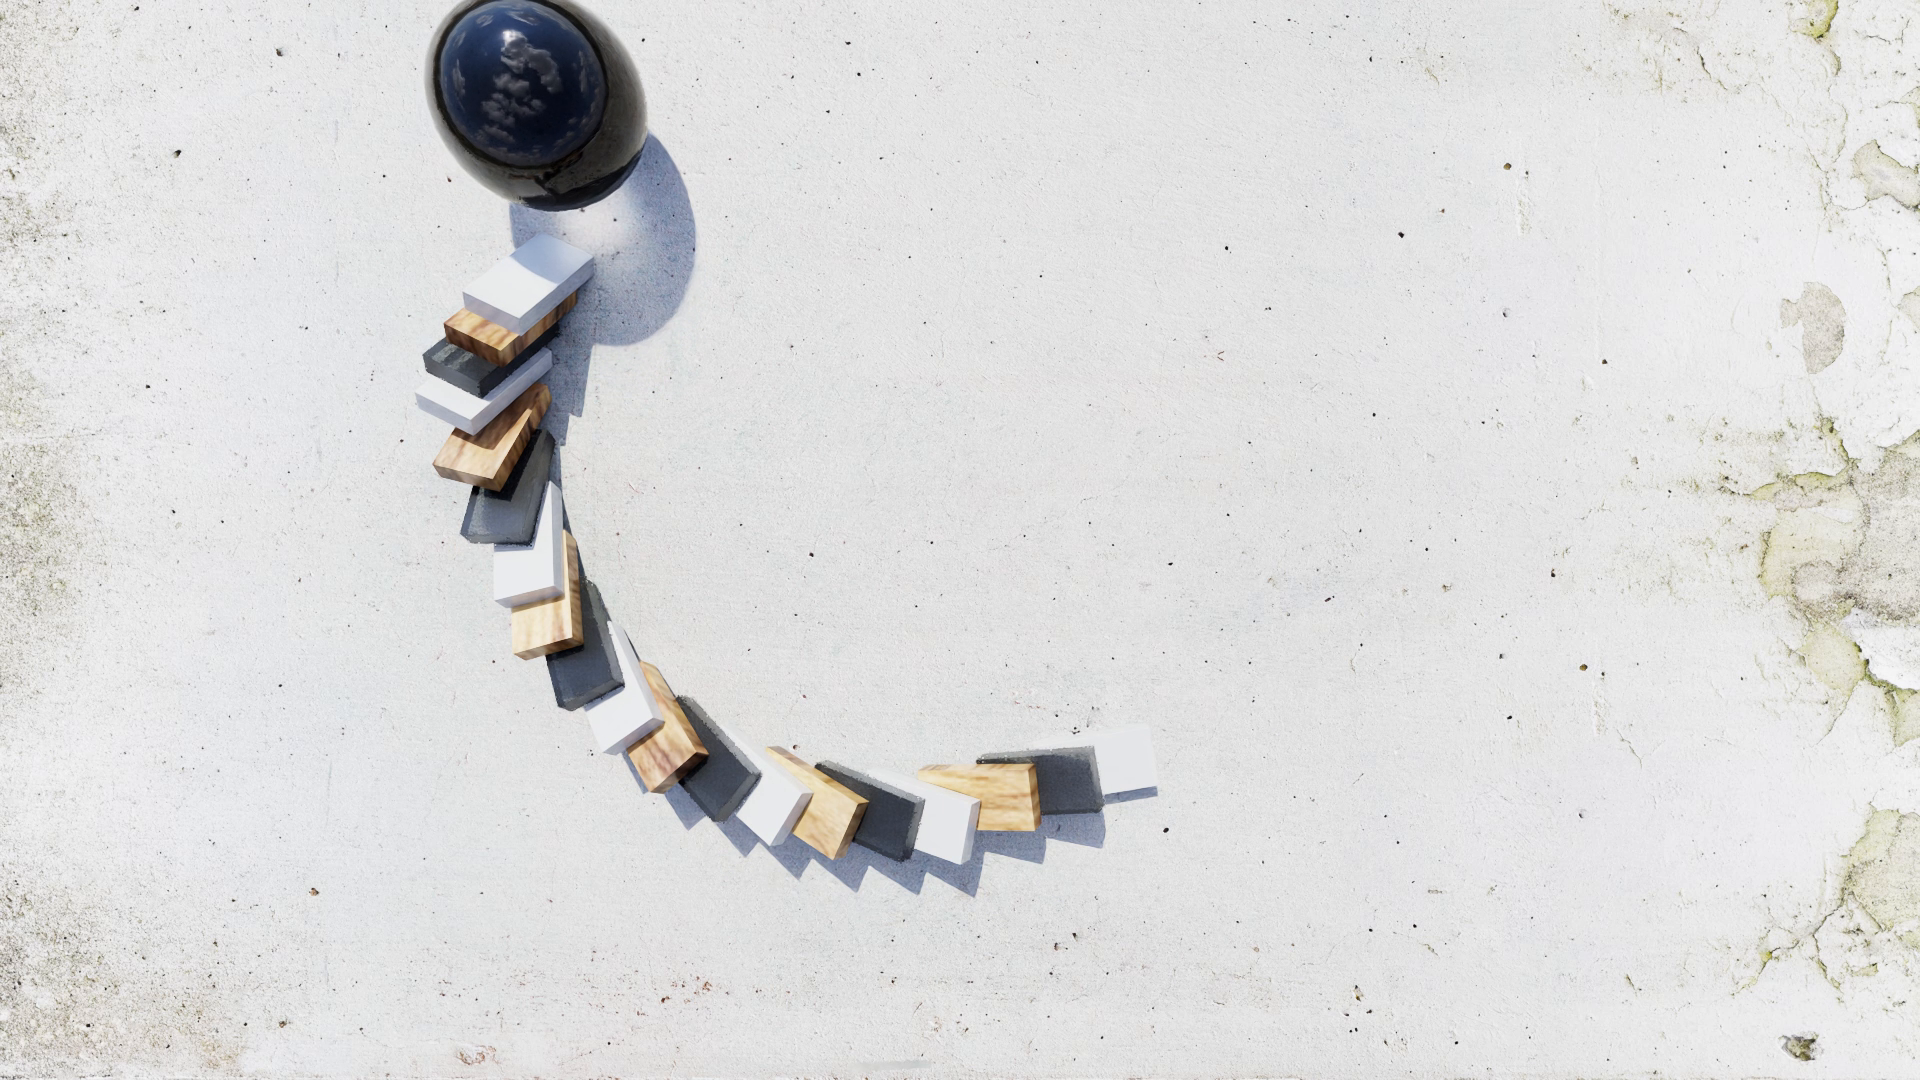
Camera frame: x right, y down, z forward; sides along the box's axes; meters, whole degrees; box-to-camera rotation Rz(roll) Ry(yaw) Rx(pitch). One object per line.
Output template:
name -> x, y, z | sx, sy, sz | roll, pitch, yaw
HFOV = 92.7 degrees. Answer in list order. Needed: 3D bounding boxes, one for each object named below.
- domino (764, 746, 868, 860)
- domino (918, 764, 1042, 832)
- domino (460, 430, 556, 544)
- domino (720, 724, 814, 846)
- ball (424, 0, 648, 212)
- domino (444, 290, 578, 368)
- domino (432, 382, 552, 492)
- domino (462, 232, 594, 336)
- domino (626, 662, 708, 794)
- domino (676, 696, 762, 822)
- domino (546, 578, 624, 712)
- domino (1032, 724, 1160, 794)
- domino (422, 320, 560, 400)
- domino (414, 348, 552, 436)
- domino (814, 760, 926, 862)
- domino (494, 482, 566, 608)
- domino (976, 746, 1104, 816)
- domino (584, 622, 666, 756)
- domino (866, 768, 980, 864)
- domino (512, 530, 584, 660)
domino -> -0.065, 0.110, 0.385 | 0.050, 0.009, 0.025 | 24, 90, 25
domino -> 0.008, 0.108, 0.386 | 0.050, 0.009, 0.025 | -6, 90, 23
domino -> -0.189, -0.023, 0.385 | 0.025, 0.009, 0.050 | 1, 65, 0
domino -> -0.088, 0.102, 0.385 | 0.050, 0.010, 0.025 | 32, 90, 26
ball -> -0.165, -0.172, 0.360 | 0.080, 0.080, 0.080 | 0, 90, 0
domino -> -0.185, -0.094, 0.380 | 0.025, 0.010, 0.050 | 25, 50, 0
domino -> -0.194, -0.046, 0.383 | 0.025, 0.010, 0.050 | 14, 59, 0
domino -> -0.178, -0.107, 0.380 | 0.025, 0.009, 0.050 | 26, 50, 0
domino -> -0.129, 0.078, 0.385 | 0.025, 0.009, 0.050 | -41, 64, 0
domino -> -0.108, 0.091, 0.385 | 0.050, 0.010, 0.025 | 38, 90, 26
domino -> -0.161, 0.043, 0.385 | 0.025, 0.009, 0.050 | -27, 64, 0
domino -> 0.058, 0.096, 0.395 | 0.050, 0.010, 0.025 | -9, 90, 0
domino -> -0.193, -0.082, 0.380 | 0.025, 0.009, 0.050 | 26, 50, 1
domino -> -0.196, -0.067, 0.380 | 0.025, 0.010, 0.050 | 26, 50, 1
domino -> -0.041, 0.113, 0.385 | 0.050, 0.010, 0.025 | 14, 90, 25
domino -> -0.181, 0.002, 0.385 | 0.025, 0.010, 0.050 | -14, 64, 0
domino -> 0.033, 0.102, 0.386 | 0.050, 0.010, 0.025 | -10, 90, 23
domino -> -0.146, 0.062, 0.385 | 0.025, 0.009, 0.050 | -35, 64, 0
domino -> -0.018, 0.115, 0.385 | 0.050, 0.010, 0.025 | 11, 90, 25
domino -> -0.174, 0.023, 0.385 | 0.025, 0.010, 0.050 | -16, 64, 0
